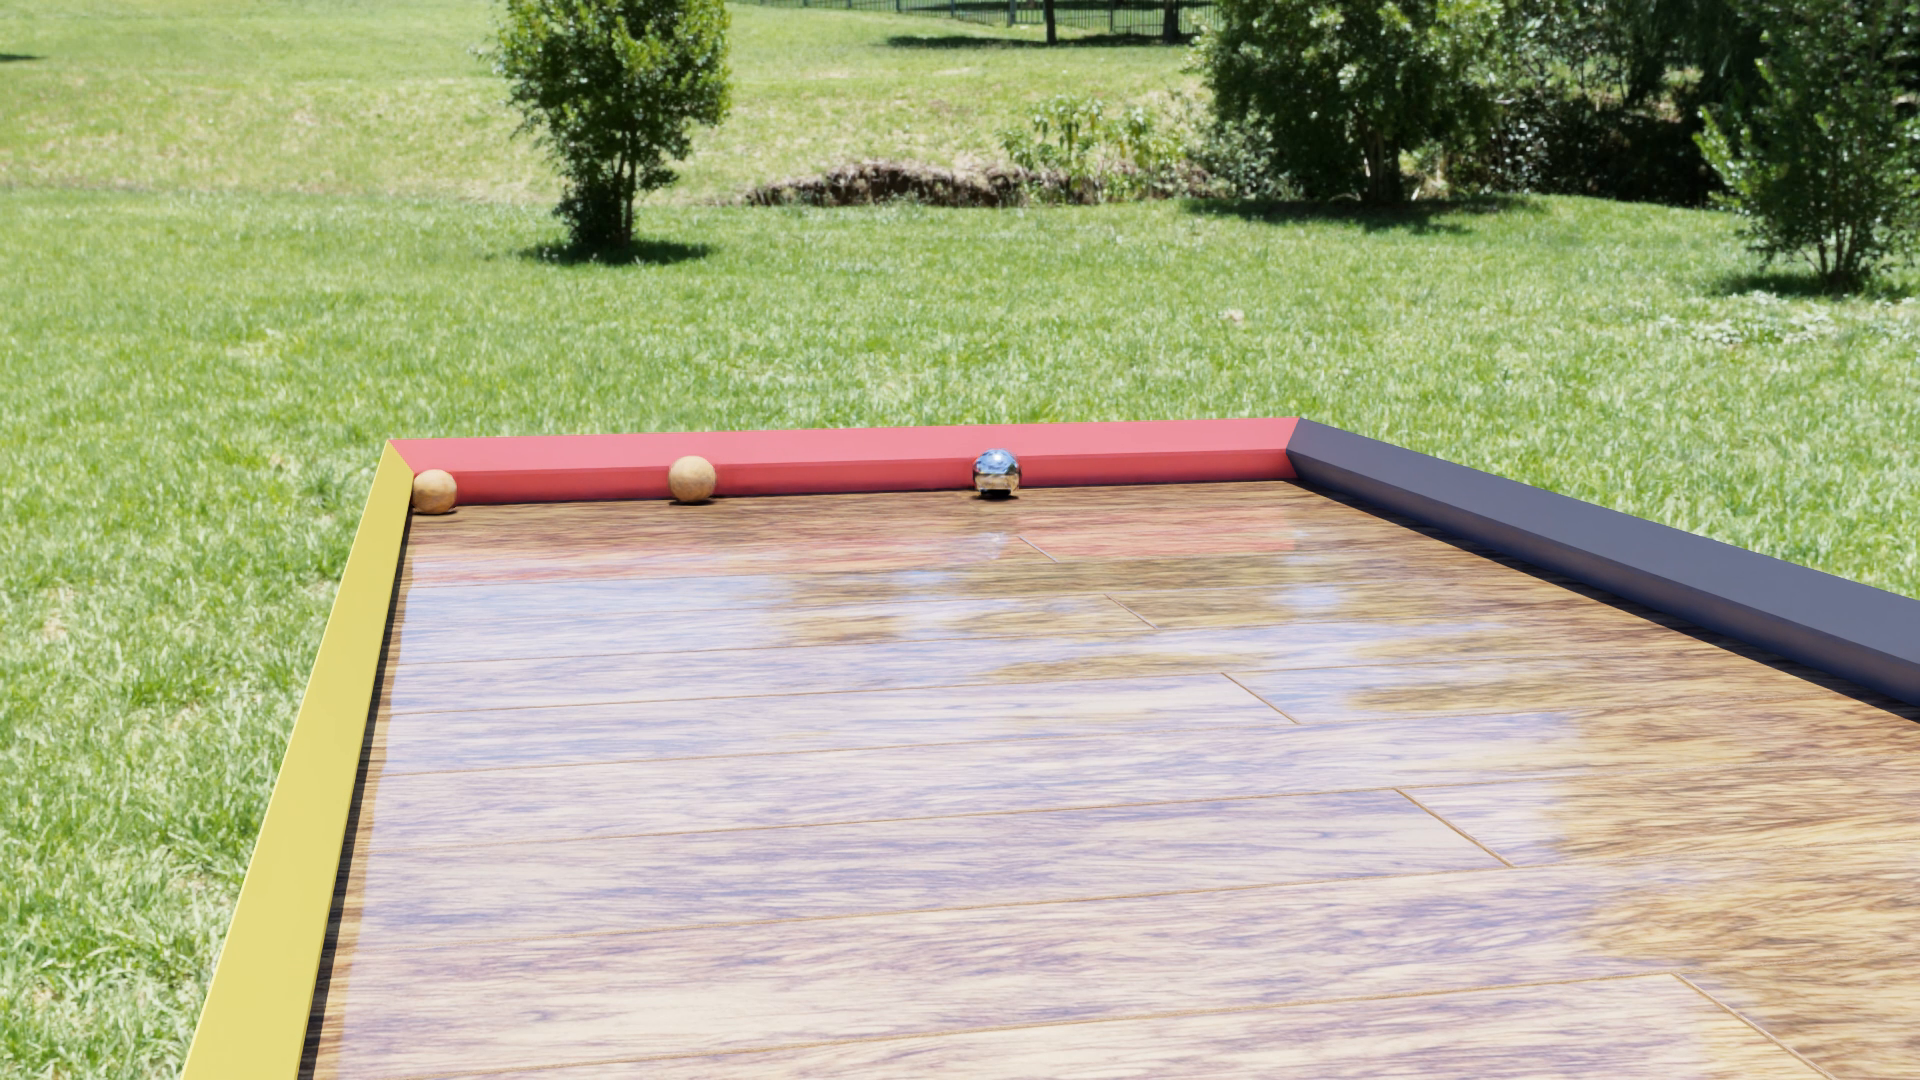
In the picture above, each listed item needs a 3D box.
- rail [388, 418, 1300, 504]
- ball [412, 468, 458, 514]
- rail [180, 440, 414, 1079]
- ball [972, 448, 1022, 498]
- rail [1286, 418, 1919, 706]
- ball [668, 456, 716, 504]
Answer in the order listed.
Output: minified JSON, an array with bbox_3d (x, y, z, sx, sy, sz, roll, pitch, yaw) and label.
[{"bbox_3d":[-0.171,-0.144,4.006,1.691,0.115,0.045,-2,10,-12],"label":"rail"},{"bbox_3d":[-0.898,-0.083,3.759,0.078,0.078,0.078,0,9,0],"label":"ball"},{"bbox_3d":[-0.627,0.147,2.263,0.045,0.115,3.306,-2,10,-12],"label":"rail"},{"bbox_3d":[0.066,-0.120,3.947,0.088,0.088,0.088,0,9,0],"label":"ball"},{"bbox_3d":[0.979,0.090,2.609,0.045,0.115,3.306,-2,10,-12],"label":"rail"},{"bbox_3d":[-0.472,-0.107,3.881,0.085,0.085,0.085,0,9,0],"label":"ball"}]
